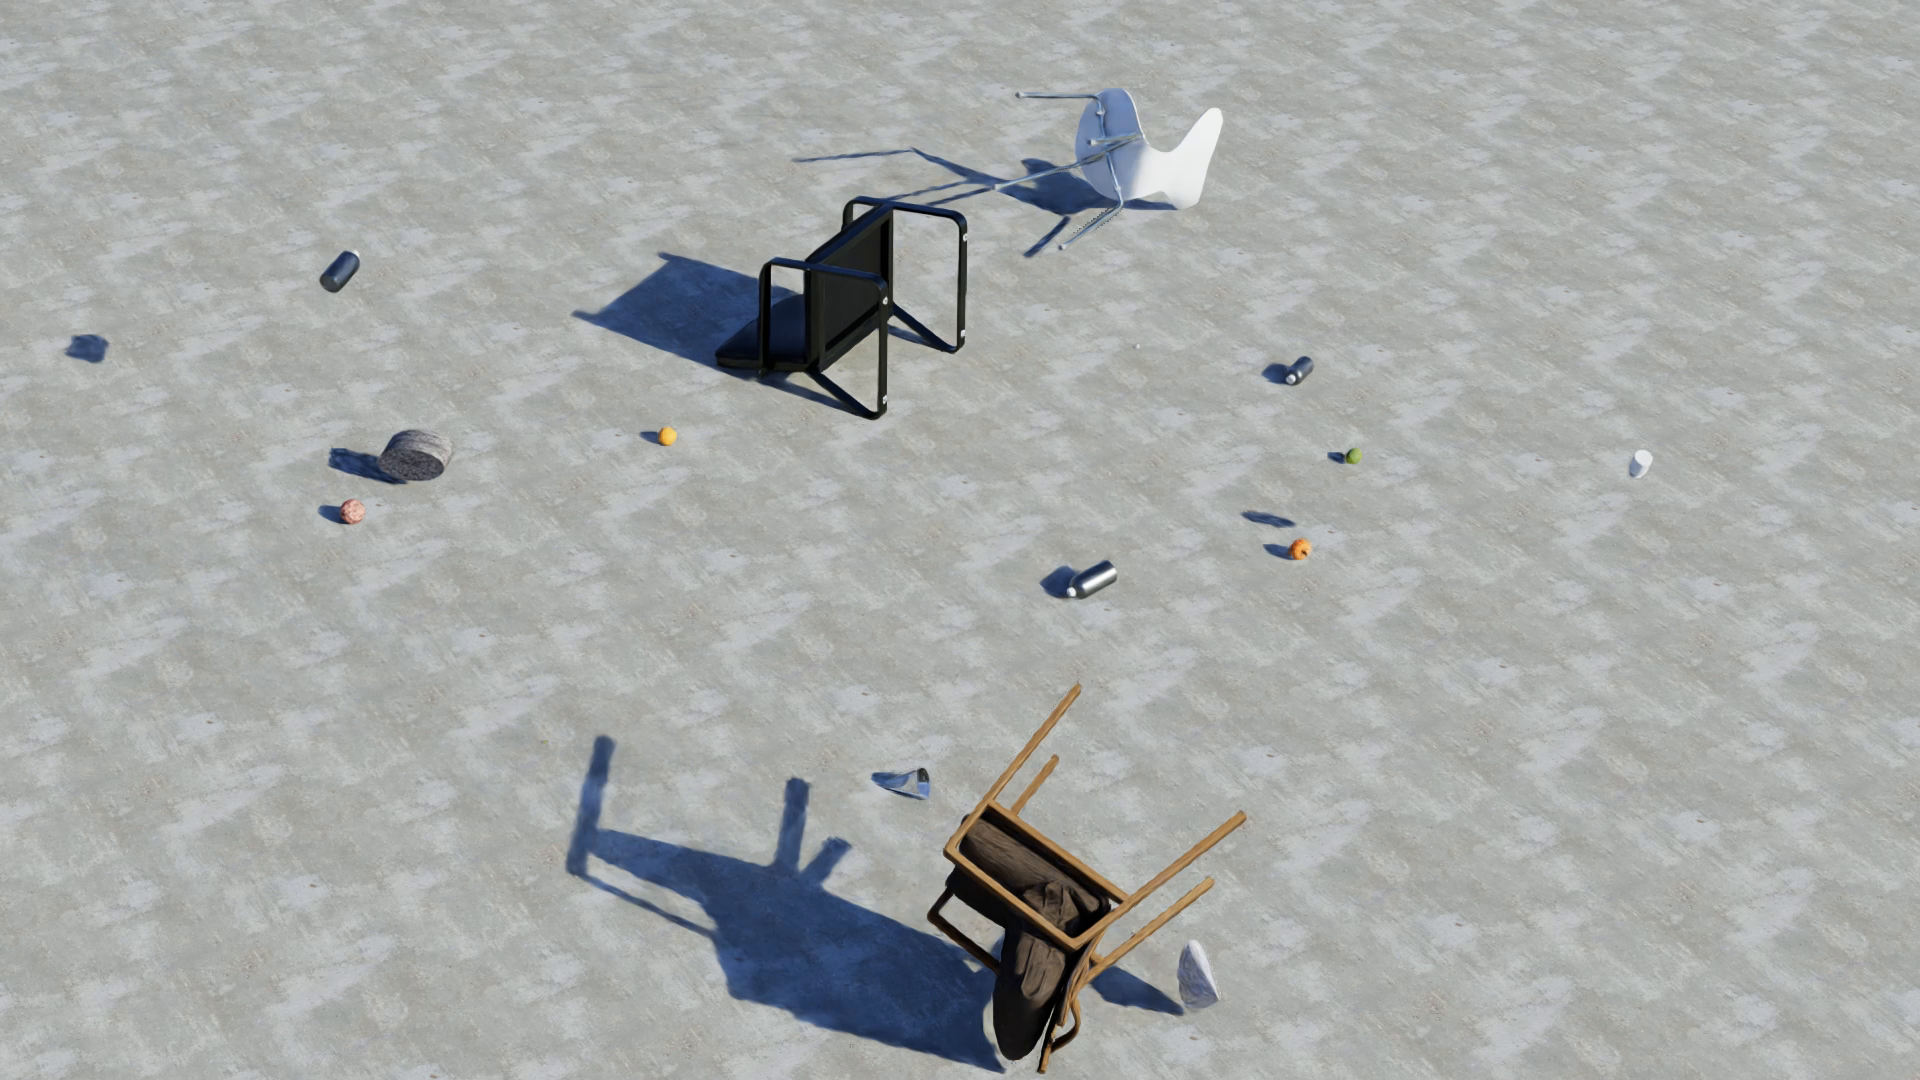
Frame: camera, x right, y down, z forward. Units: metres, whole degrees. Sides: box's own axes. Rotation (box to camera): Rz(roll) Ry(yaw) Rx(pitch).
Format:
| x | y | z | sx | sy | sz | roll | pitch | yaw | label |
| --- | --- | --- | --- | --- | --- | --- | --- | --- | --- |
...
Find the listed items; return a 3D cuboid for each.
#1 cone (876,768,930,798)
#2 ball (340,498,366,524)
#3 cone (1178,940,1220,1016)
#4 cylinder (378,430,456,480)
| x | y | z | sx | sy | sz | roll | pitch | yaw | label |
| --- | --- | --- | --- | --- | --- | --- | --- | --- | --- |
| -0.201 | 0.805 | 9.674 | 0.182 | 0.111 | 0.094 | -4 | 39 | 26 | cone |
| -2.283 | -0.107 | 11.021 | 0.094 | 0.094 | 0.094 | 0 | 33 | 0 | ball |
| 0.726 | 1.322 | 8.623 | 0.103 | 0.239 | 0.197 | -10 | 15 | -16 | cone |
| -2.068 | -0.323 | 11.164 | 0.300 | 0.168 | 0.109 | -2 | 45 | 28 | cylinder |
